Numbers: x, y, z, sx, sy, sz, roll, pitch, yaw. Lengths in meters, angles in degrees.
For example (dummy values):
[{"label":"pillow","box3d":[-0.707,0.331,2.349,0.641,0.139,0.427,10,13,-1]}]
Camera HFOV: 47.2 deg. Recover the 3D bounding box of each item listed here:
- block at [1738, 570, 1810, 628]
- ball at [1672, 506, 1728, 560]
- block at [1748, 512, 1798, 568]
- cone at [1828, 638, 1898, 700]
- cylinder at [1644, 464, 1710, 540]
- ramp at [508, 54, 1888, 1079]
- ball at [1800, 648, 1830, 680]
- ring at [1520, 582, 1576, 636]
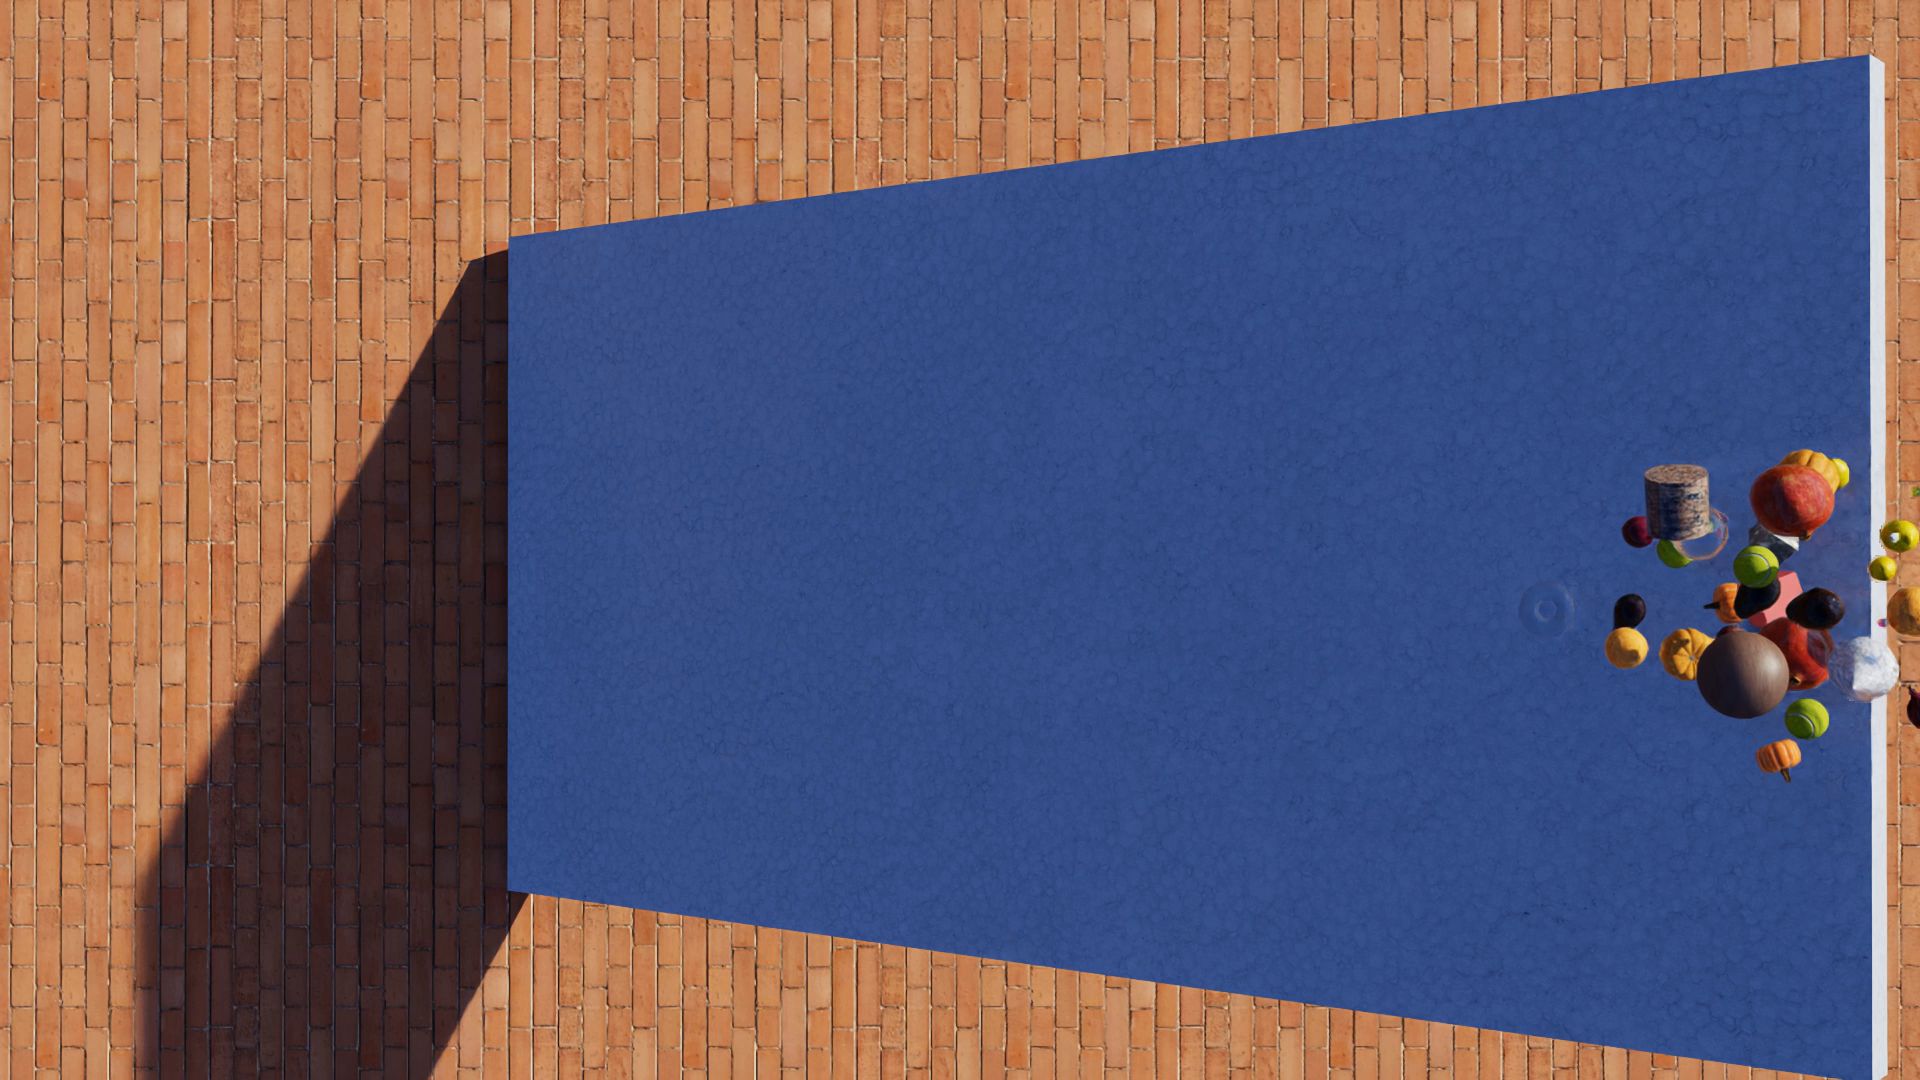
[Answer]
[{"label":"block","box3d":[1.483,0.108,4.010,0.080,0.080,0.080,-22,93,-2]},{"label":"ball","box3d":[1.297,-0.014,3.860,0.098,0.098,0.098,0,90,0]},{"label":"block","box3d":[1.352,0.000,3.654,0.054,0.054,0.054,32,45,-8]},{"label":"cone","box3d":[1.177,0.182,2.882,0.088,0.088,0.088,9,109,28]},{"label":"cylinder","box3d":[1.186,-0.063,3.636,0.100,0.100,0.100,-9,109,0]},{"label":"ramp","box3d":[0.224,0.064,5.540,4.000,0.100,2.000,0,90,38]},{"label":"ball","box3d":[1.617,0.235,4.151,0.061,0.061,0.061,0,90,0]},{"label":"ring","box3d":[1.152,0.136,4.312,0.109,0.036,0.109,-1,79,7]}]
